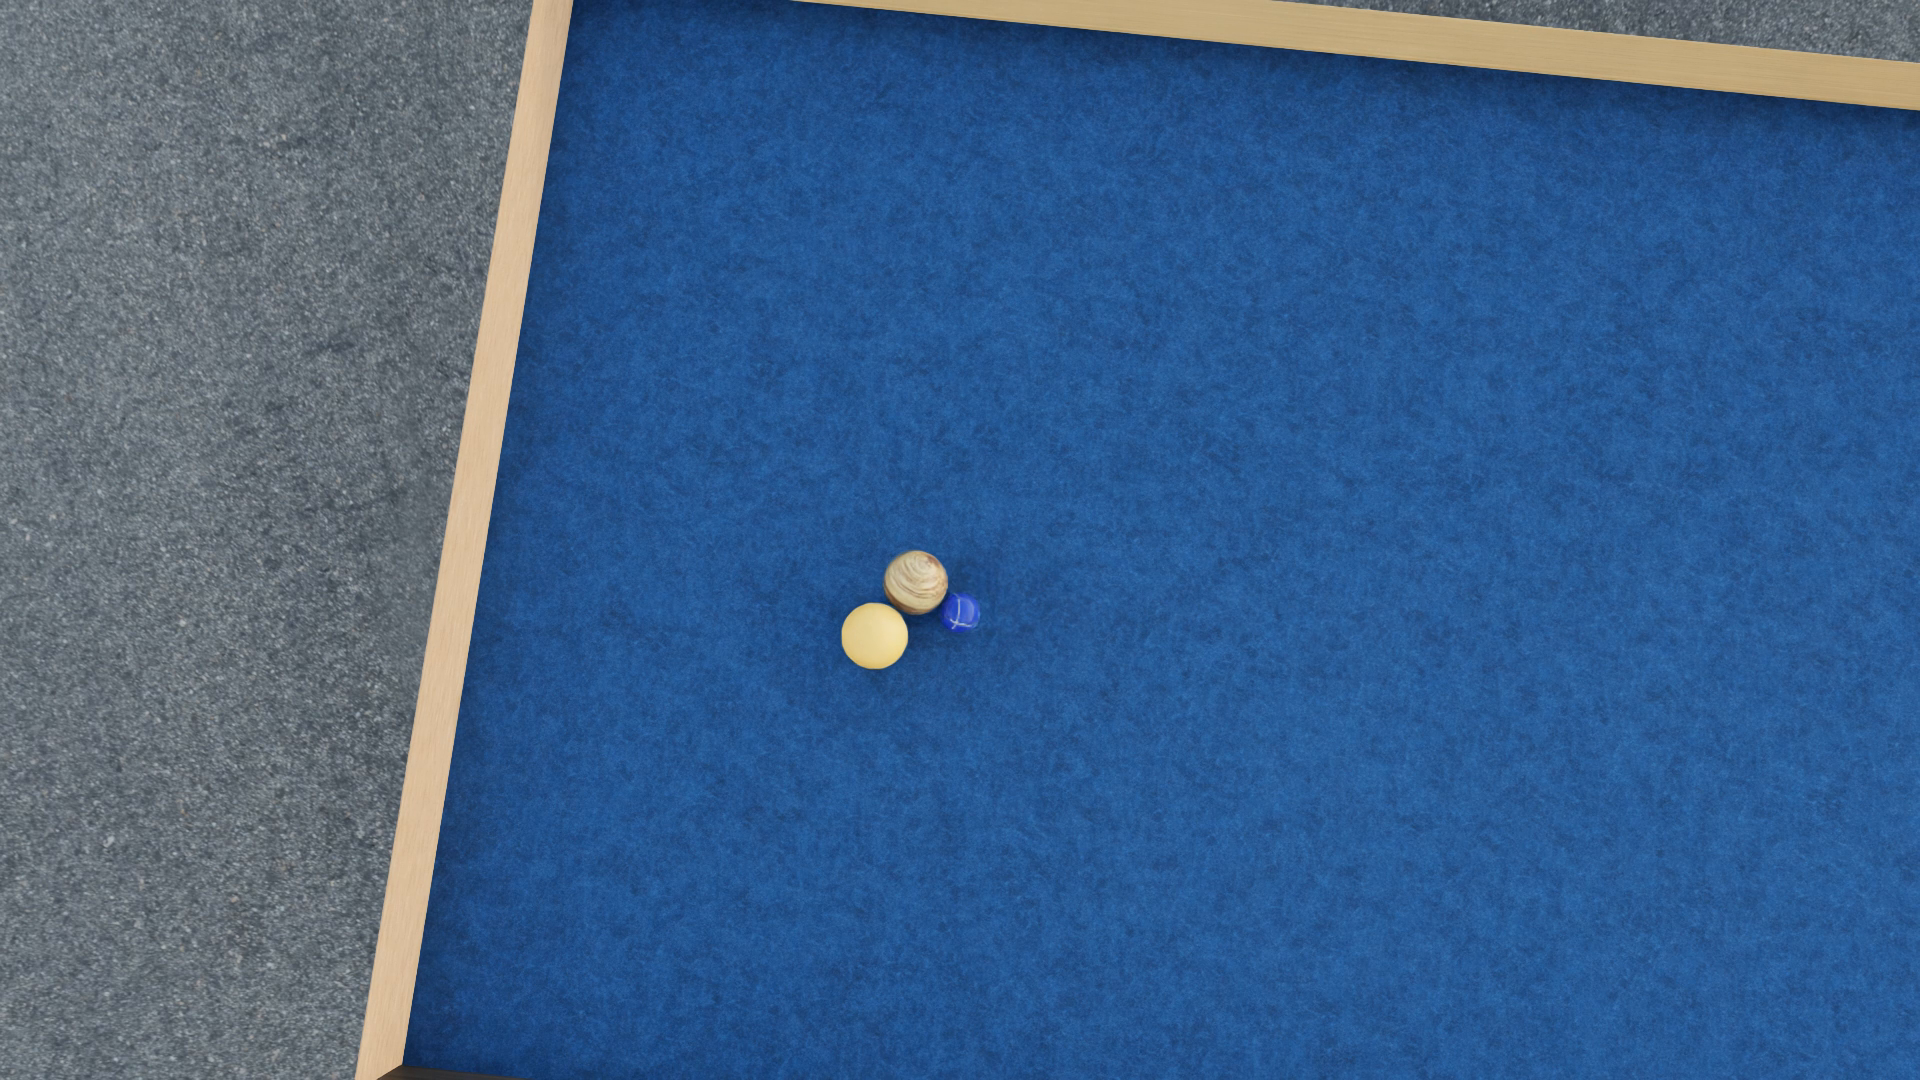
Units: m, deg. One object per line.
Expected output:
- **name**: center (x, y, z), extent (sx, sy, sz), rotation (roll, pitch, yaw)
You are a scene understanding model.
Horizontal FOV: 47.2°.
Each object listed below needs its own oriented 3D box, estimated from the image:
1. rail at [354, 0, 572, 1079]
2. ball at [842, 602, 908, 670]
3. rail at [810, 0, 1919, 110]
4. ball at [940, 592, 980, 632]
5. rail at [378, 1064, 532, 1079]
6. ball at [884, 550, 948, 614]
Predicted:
- **rail**: center (-0.724, -0.079, 3.313), extent (0.045, 0.129, 1.788), rotation (6, 77, 1)
- **ball**: center (-0.127, 0.143, 3.276), extent (0.099, 0.099, 0.099), rotation (0, 77, 0)
- **rail**: center (0.840, -0.768, 3.478), extent (3.008, 0.129, 0.045), rotation (6, 77, 1)
- **ball**: center (0.001, 0.109, 3.304), extent (0.060, 0.060, 0.060), rotation (0, 77, 0)
- **rail**: center (0.656, 0.915, 3.075), extent (3.008, 0.129, 0.045), rotation (6, 77, 1)
- **ball**: center (-0.066, 0.064, 3.297), extent (0.096, 0.096, 0.096), rotation (0, 77, 0)
